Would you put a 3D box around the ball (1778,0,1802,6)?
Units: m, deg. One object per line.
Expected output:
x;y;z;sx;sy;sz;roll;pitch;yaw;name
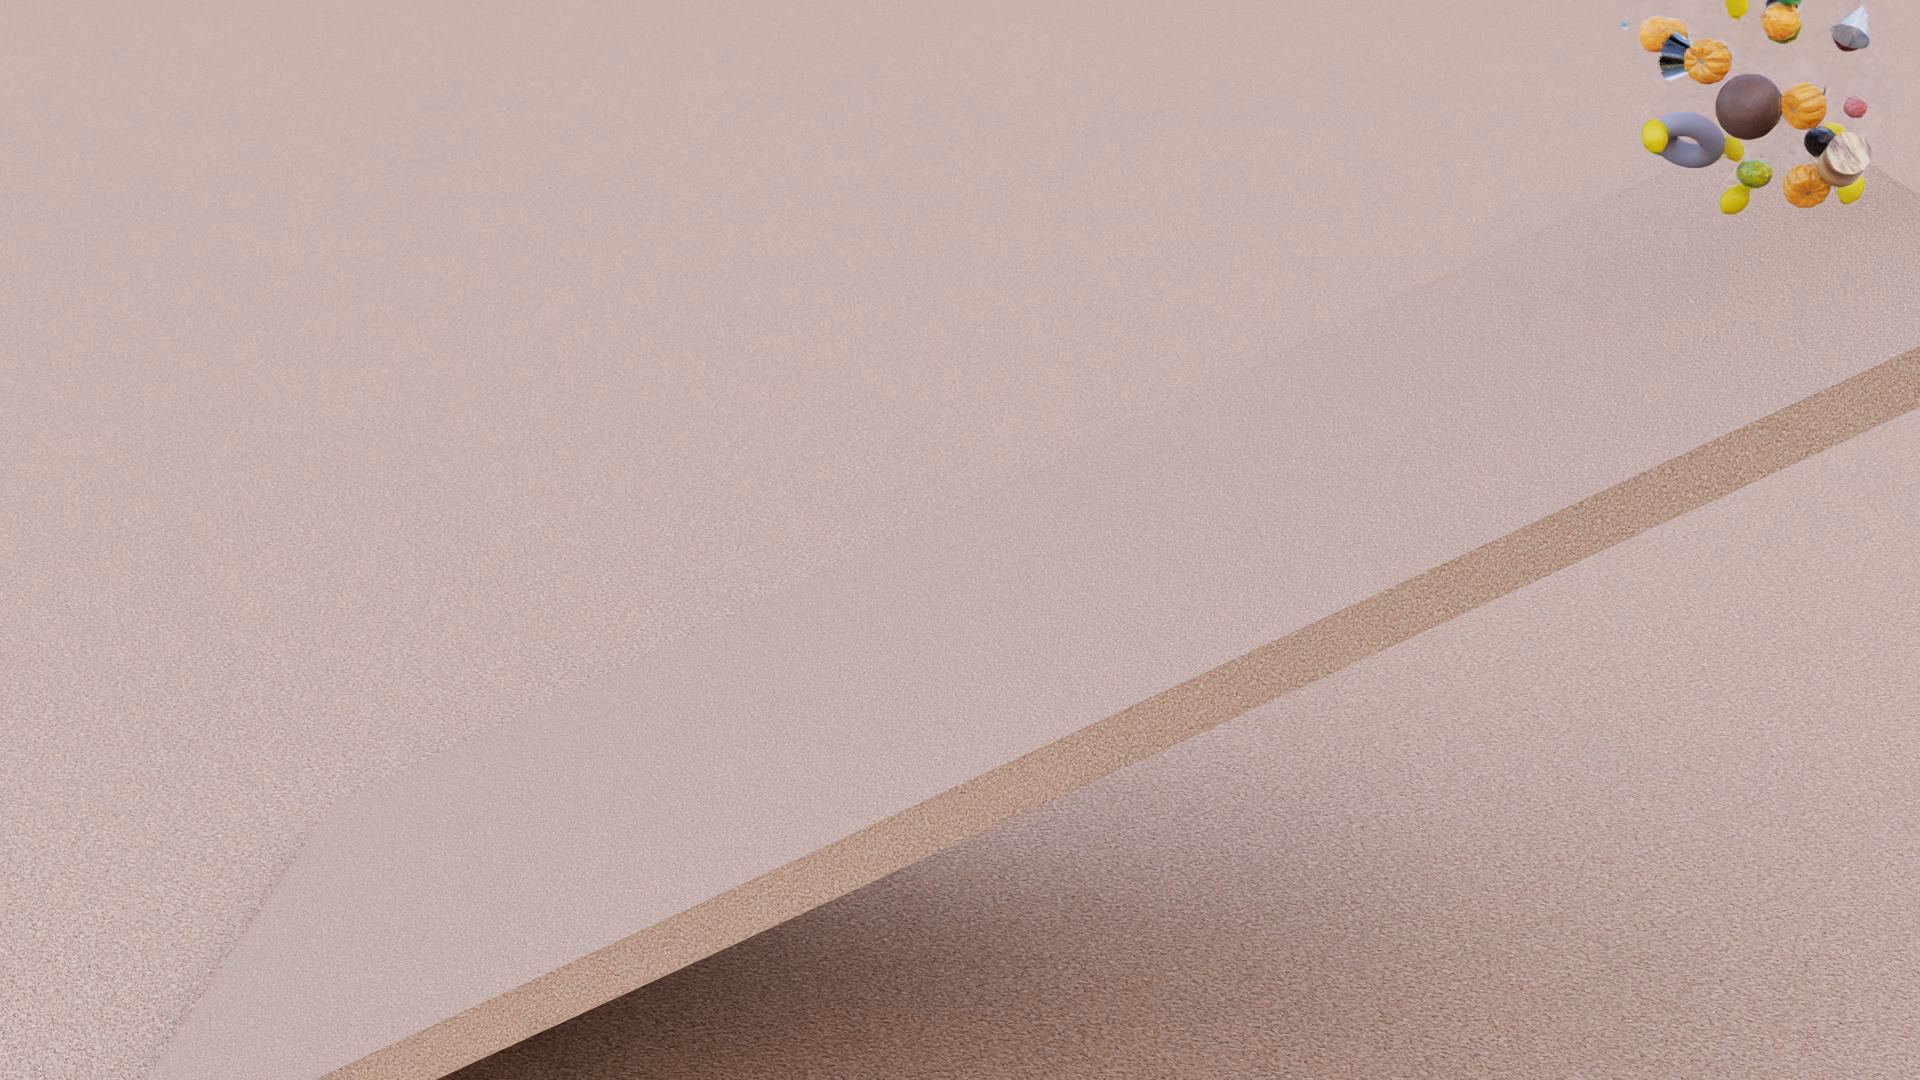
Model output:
1.570;-1.046;5.558;0.070;0.070;0.070;0;17;0;ball

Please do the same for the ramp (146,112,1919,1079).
0.139;0.168;6.281;4.000;0.100;2.000;-25;14;10;ramp

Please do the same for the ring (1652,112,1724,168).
1.490;-0.819;6.019;0.150;0.150;0.050;10;61;29;ring

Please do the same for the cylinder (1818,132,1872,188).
1.689;-0.726;5.617;0.083;0.083;0.083;1;-10;4;cylinder

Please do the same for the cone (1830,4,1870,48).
1.713;-0.992;5.611;0.078;0.078;0.078;26;-14;7;cone

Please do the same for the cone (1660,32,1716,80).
1.449;-0.948;5.801;0.096;0.096;0.096;17;24;40;cone
